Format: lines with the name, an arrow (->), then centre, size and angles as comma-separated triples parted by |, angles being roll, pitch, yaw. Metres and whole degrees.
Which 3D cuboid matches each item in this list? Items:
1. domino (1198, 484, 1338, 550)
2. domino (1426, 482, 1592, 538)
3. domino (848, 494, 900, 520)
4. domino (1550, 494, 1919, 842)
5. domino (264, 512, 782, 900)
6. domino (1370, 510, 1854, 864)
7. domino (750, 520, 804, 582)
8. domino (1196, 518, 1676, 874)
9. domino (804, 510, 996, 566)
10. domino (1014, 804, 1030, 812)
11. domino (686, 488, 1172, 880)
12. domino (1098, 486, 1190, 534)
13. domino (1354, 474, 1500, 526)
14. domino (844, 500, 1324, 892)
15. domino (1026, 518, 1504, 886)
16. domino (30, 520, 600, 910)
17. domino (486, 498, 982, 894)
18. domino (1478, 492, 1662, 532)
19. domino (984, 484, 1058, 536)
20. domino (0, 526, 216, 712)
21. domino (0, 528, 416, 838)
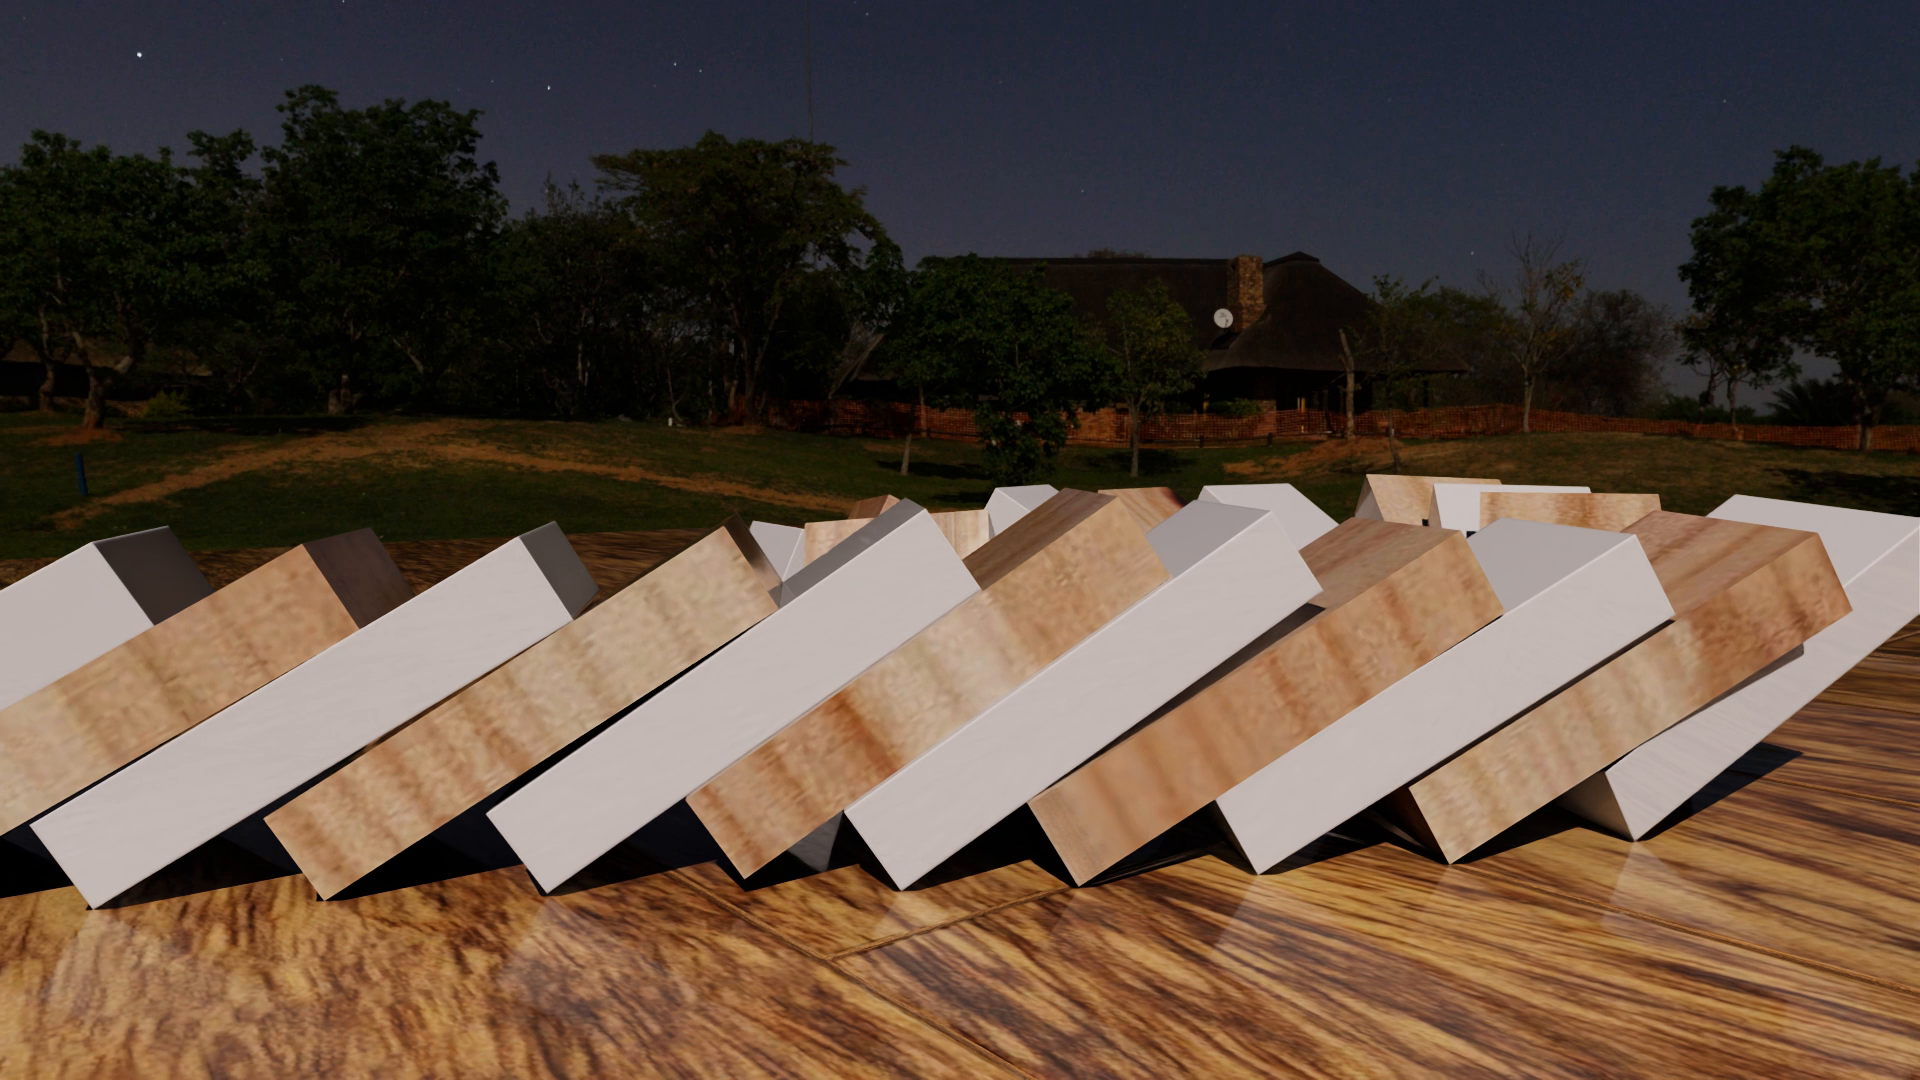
domino -> 0.068, 0.007, 0.240 | 0.025, 0.009, 0.050 | -3, 37, -36
domino -> 0.090, 0.009, 0.203 | 0.025, 0.010, 0.050 | 2, 38, 11
domino -> 0.003, 0.008, 0.240 | 0.050, 0.009, 0.025 | 27, -9, -15
domino -> 0.087, 0.013, 0.152 | 0.050, 0.009, 0.025 | -33, 17, -11
domino -> -0.042, 0.015, 0.133 | 0.050, 0.010, 0.025 | -33, 7, -4
domino -> 0.067, 0.015, 0.143 | 0.050, 0.009, 0.025 | -31, 10, -3
domino -> -0.013, 0.011, 0.229 | 0.050, 0.010, 0.025 | 25, -8, -27
domino -> 0.047, 0.015, 0.140 | 0.050, 0.009, 0.025 | -31, 8, -3
domino -> -0.005, 0.011, 0.193 | 0.025, 0.010, 0.050 | -4, -24, 7
domino -> 0.000, 0.025, 0.173 | 0.025, 0.010, 0.050 | 0, 4, -2
domino -> -0.004, 0.013, 0.135 | 0.050, 0.009, 0.025 | -35, 8, -3
domino -> 0.050, 0.007, 0.252 | 0.025, 0.010, 0.050 | -5, 37, -48
domino -> 0.088, 0.007, 0.223 | 0.025, 0.010, 0.050 | 2, 38, 0
domino -> 0.011, 0.014, 0.135 | 0.050, 0.009, 0.025 | -35, 7, -3
domino -> 0.029, 0.015, 0.137 | 0.050, 0.010, 0.025 | -32, 7, -4
domino -> -0.063, 0.016, 0.132 | 0.050, 0.009, 0.025 | -32, 9, -6
domino -> -0.023, 0.014, 0.134 | 0.050, 0.009, 0.025 | -35, 8, -3
domino -> 0.087, 0.011, 0.183 | 0.025, 0.010, 0.050 | 2, 37, 21
domino -> 0.030, 0.006, 0.260 | 0.050, 0.010, 0.025 | 36, 20, 22
domino -> -0.103, 0.016, 0.126 | 0.050, 0.009, 0.025 | -32, 13, -13
domino -> -0.082, 0.016, 0.129 | 0.050, 0.010, 0.025 | -31, 9, -7
